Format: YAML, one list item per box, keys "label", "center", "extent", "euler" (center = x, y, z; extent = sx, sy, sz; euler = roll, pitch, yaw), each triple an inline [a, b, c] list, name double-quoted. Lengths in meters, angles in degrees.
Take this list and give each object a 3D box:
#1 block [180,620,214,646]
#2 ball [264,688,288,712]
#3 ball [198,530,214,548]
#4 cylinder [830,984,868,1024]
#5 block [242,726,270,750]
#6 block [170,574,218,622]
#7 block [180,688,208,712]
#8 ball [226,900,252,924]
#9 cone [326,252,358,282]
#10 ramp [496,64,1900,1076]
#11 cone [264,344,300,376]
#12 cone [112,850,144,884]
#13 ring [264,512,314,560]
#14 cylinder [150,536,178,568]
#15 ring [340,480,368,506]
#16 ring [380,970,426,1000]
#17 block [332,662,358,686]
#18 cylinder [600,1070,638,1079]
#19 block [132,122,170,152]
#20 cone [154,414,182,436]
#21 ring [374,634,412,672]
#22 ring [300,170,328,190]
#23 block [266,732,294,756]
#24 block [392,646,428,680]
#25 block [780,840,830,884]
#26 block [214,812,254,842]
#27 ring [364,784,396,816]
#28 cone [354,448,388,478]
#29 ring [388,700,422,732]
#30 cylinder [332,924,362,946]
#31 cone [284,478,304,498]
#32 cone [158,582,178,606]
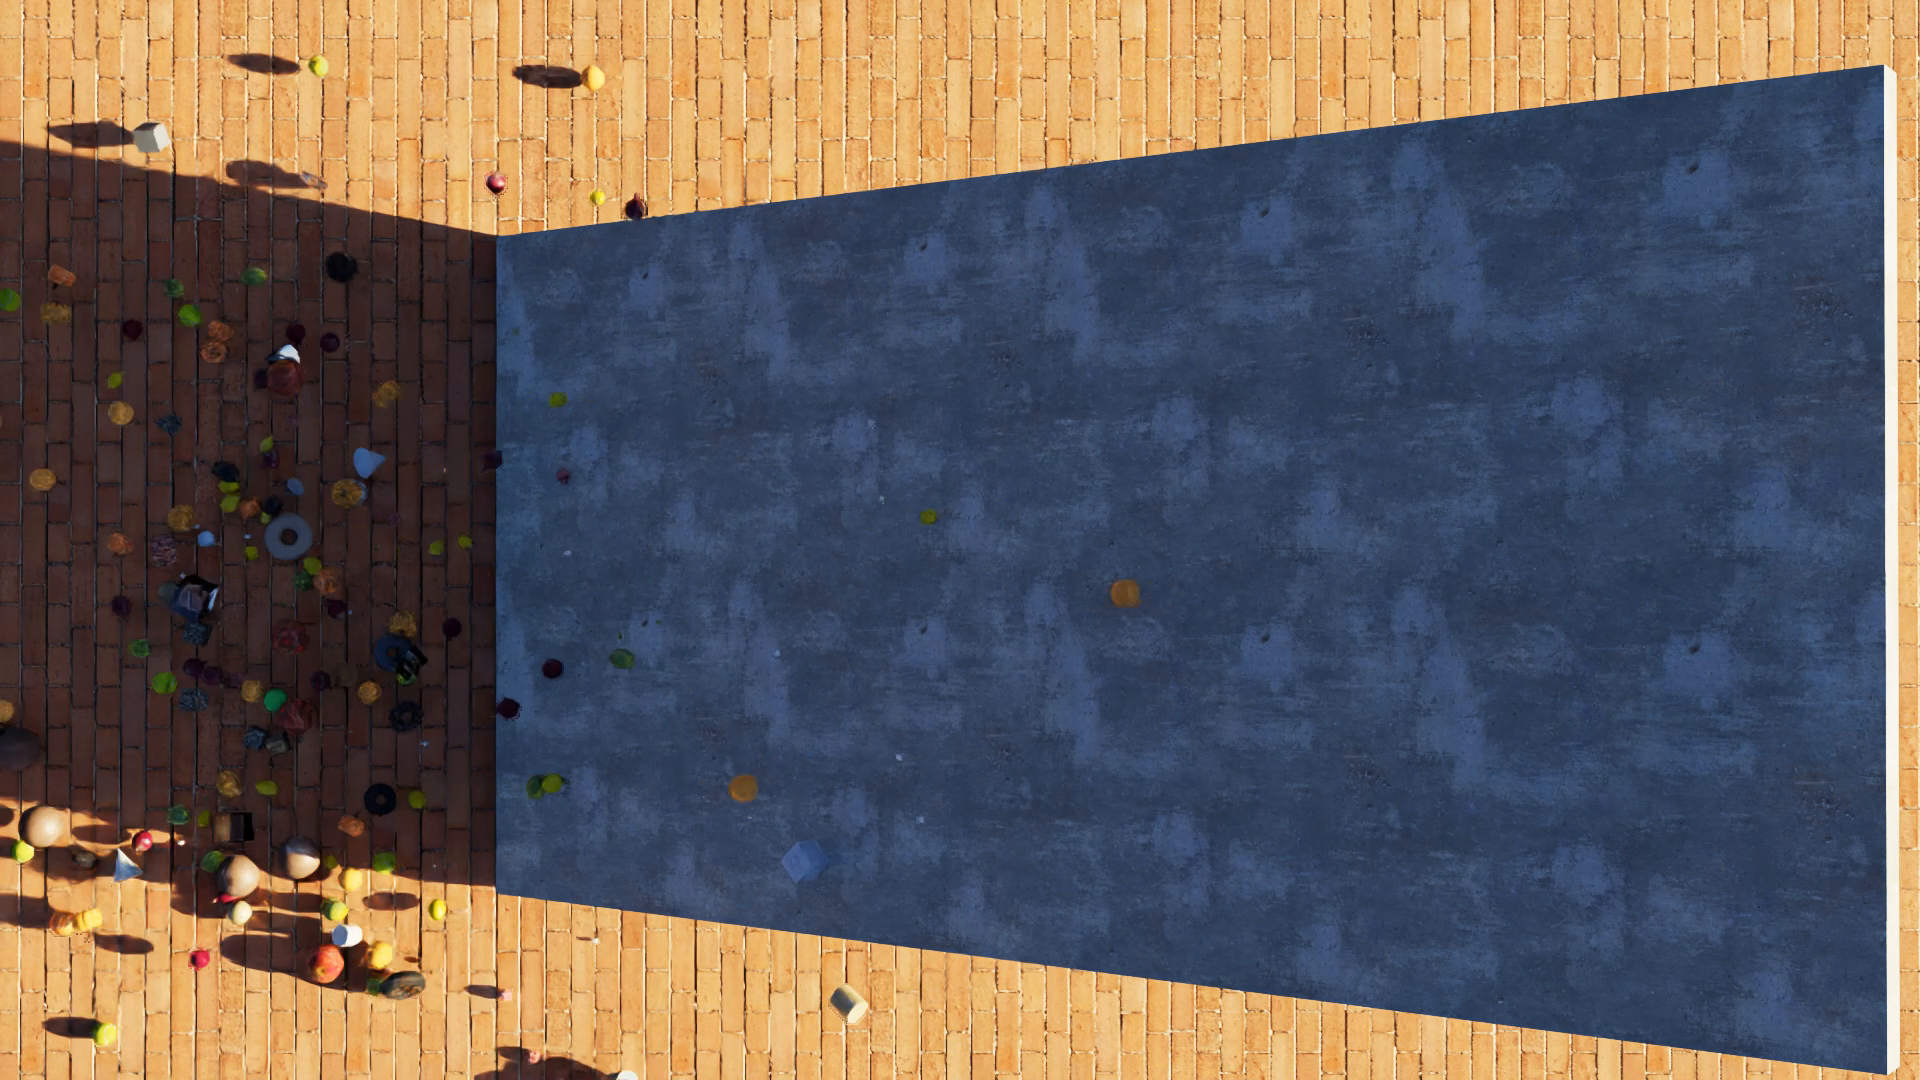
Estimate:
- label: "block"
  center: [-2.338, 0.284, 6.739]
  extent: [0.064, 0.064, 0.064]
  euler: [17, 90, 0]
- label: "ball"
  center: [-2.094, 0.490, 6.731]
  extent: [0.072, 0.072, 0.072]
  euler: [0, 90, 0]
- label: "ball"
  center: [-2.313, -0.002, 6.747]
  extent: [0.052, 0.052, 0.052]
  euler: [0, 90, 0]
- label: "cylinder"
  center: [-0.301, 1.254, 5.949]
  extent: [0.074, 0.074, 0.074]
  euler: [39, 90, 31]
- label: "block"
  center: [-2.157, 0.606, 6.741]
  extent: [0.055, 0.055, 0.055]
  euler: [25, 90, 0]
- label: "block"
  center: [-2.337, 0.177, 6.710]
  extent: [0.092, 0.092, 0.092]
  euler: [25, 115, 0]
- label: "block"
  center: [-2.342, 0.489, 6.722]
  extent: [0.056, 0.056, 0.056]
  euler: [-2, 71, 12]
- label: "ball"
  center: [-2.206, 1.139, 6.727]
  extent: [0.075, 0.075, 0.075]
  euler: [0, 90, 0]
- label: "cone"
  center: [-1.875, -0.847, 6.693]
  extent: [0.098, 0.098, 0.098]
  euler: [6, 73, -21]
- label: "ramp"
  center: [0.239, 0.066, 5.561]
  extent: [4.000, 0.100, 2.000]
  euler: [0, 89, 36]
- label: "cone"
  center: [-2.088, -0.550, 6.710]
  extent: [0.098, 0.098, 0.098]
  euler: [1, 92, 32]
- label: "cone"
  center: [-2.552, 0.987, 6.710]
  extent: [0.094, 0.094, 0.094]
  euler: [-21, 84, 0]
- label: "ring"
  center: [-2.058, -0.010, 6.743]
  extent: [0.148, 0.049, 0.148]
  euler: [1, 86, -8]
- label: "cylinder"
  center: [-2.434, 0.035, 6.719]
  extent: [0.071, 0.071, 0.071]
  euler: [2, 125, 0]
- label: "ring"
  center: [-1.864, -0.145, 6.760]
  extent: [0.085, 0.028, 0.085]
  euler: [0, 90, -1]
- label: "ring"
  center: [-1.694, 1.355, 6.690]
  extent: [0.139, 0.139, 0.046]
  euler: [-21, 58, 0]
- label: "block"
  center: [-1.878, 0.411, 6.720]
  extent: [0.058, 0.058, 0.058]
  euler: [3, 61, -32]
- label: "cylinder"
  center: [-1.039, 1.666, 6.698]
  extent: [0.090, 0.090, 0.090]
  euler: [-23, 89, 39]
- label: "block"
  center: [-2.470, -1.229, 6.714]
  extent: [0.070, 0.070, 0.070]
  euler: [-1, 122, 10]
- label: "cone"
  center: [-2.443, -0.358, 6.750]
  extent: [0.073, 0.073, 0.073]
  euler: [10, 90, 16]
- label: "ring"
  center: [-1.738, 0.344, 6.740]
  extent: [0.120, 0.040, 0.120]
  euler: [2, 74, -6]
- label: "ring"
  center: [-1.978, -1.099, 6.732]
  extent: [0.091, 0.091, 0.030]
  euler: [32, 95, 0]
- label: "block"
  center: [-2.088, 0.627, 6.741]
  extent: [0.055, 0.055, 0.055]
  euler: [-20, 90, 0]
- label: "block"
  center: [-1.671, 0.373, 6.685]
  extent: [0.065, 0.065, 0.065]
  euler: [50, 47, -9]
- label: "block"
  center: [-0.416, 0.866, 5.918]
  extent: [0.079, 0.079, 0.079]
  euler: [-50, 63, 25]
- label: "block"
  center: [-2.204, 0.873, 6.667]
  extent: [0.082, 0.082, 0.082]
  euler: [-14, 75, 35]
- label: "ring"
  center: [-1.779, 0.797, 6.751]
  extent: [0.100, 0.033, 0.100]
  euler: [0, 91, 0]
- label: "cone"
  center: [-1.789, -0.245, 6.738]
  extent: [0.094, 0.094, 0.094]
  euler: [12, 109, 38]
- label: "ring"
  center: [-1.696, 0.540, 6.732]
  extent: [0.105, 0.035, 0.105]
  euler: [-3, 56, 4]
- label: "cylinder"
  center: [-1.864, 1.203, 6.691]
  extent: [0.063, 0.063, 0.063]
  euler: [-4, 81, 25]
- label: "cone"
  center: [-2.063, -0.153, 6.761]
  extent: [0.060, 0.060, 0.060]
  euler: [-17, 90, 33]
- label: "cone"
  center: [-2.434, 0.168, 6.731]
  extent: [0.074, 0.074, 0.074]
  euler: [0, 94, 3]
